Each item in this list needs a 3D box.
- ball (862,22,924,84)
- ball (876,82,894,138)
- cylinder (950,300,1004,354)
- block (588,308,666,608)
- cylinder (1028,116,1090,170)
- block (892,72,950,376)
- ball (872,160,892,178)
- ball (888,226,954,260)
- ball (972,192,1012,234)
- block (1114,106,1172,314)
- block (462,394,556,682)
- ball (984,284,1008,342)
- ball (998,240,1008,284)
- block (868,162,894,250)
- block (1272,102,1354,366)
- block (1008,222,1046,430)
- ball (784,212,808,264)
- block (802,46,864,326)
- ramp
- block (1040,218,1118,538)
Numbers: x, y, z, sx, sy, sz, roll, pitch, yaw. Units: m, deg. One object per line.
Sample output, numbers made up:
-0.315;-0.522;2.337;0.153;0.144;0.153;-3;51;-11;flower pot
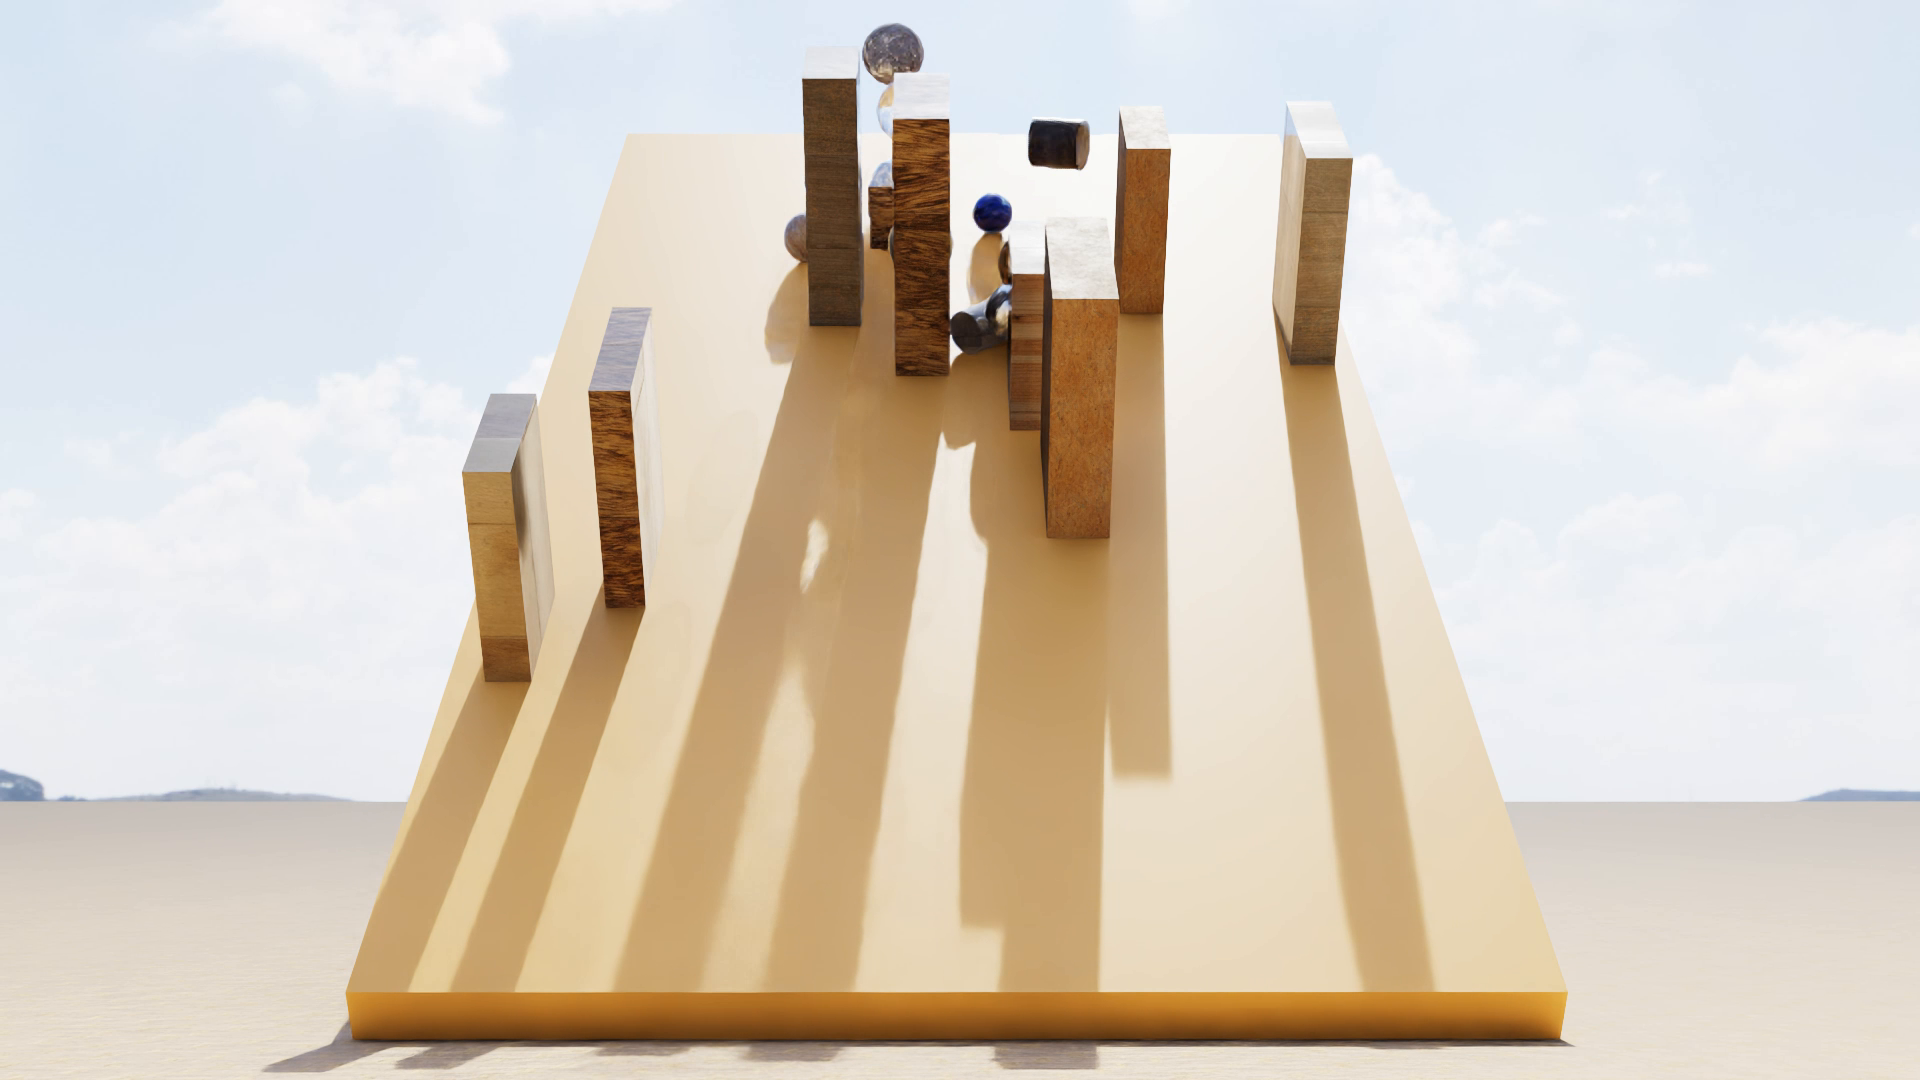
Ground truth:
-0.199;-1.449;7.198;0.185;0.185;0.185;0;-6;0;ball
-0.143;-1.188;6.682;0.178;0.178;0.178;0;-6;0;ball
0.054;-0.536;6.059;0.114;0.114;0.114;-27;12;-38;cylinder
-0.691;-0.175;5.035;0.083;0.500;0.398;0;30;0;block
0.284;-1.137;6.915;0.144;0.144;0.144;7;-3;19;cylinder
-0.092;-0.773;5.919;0.134;0.664;0.326;0;30;0;block
-0.188;-1.020;6.885;0.131;0.131;0.131;0;-6;0;ball
-0.101;-0.763;6.209;0.169;0.169;0.169;0;-6;0;ball
0.091;-0.908;6.709;0.113;0.113;0.113;0;-6;0;ball
0.473;-0.863;6.292;0.111;0.452;0.314;0;30;0;block
-0.888;-0.007;4.772;0.091;0.468;0.331;0;30;0;block
0.135;-0.561;5.960;0.147;0.147;0.147;0;-6;0;ball
0.200;-0.719;6.293;0.200;0.200;0.200;0;-6;0;ball
-0.143;-0.916;6.650;0.182;0.182;0.182;4;30;9;block
0.877;-0.770;6.039;0.112;0.545;0.396;0;30;0;block
0.165;-0.510;5.725;0.095;0.401;0.312;0;30;0;block
-0.407;-0.817;6.520;0.141;0.141;0.141;0;-6;0;ball
-0.320;-0.897;6.137;0.133;0.661;0.245;0;30;0;block
-0.013;-0.211;5.707;2.000;0.100;4.000;0;30;0;ramp
0.257;-0.360;5.296;0.136;0.567;0.441;0;30;0;block
